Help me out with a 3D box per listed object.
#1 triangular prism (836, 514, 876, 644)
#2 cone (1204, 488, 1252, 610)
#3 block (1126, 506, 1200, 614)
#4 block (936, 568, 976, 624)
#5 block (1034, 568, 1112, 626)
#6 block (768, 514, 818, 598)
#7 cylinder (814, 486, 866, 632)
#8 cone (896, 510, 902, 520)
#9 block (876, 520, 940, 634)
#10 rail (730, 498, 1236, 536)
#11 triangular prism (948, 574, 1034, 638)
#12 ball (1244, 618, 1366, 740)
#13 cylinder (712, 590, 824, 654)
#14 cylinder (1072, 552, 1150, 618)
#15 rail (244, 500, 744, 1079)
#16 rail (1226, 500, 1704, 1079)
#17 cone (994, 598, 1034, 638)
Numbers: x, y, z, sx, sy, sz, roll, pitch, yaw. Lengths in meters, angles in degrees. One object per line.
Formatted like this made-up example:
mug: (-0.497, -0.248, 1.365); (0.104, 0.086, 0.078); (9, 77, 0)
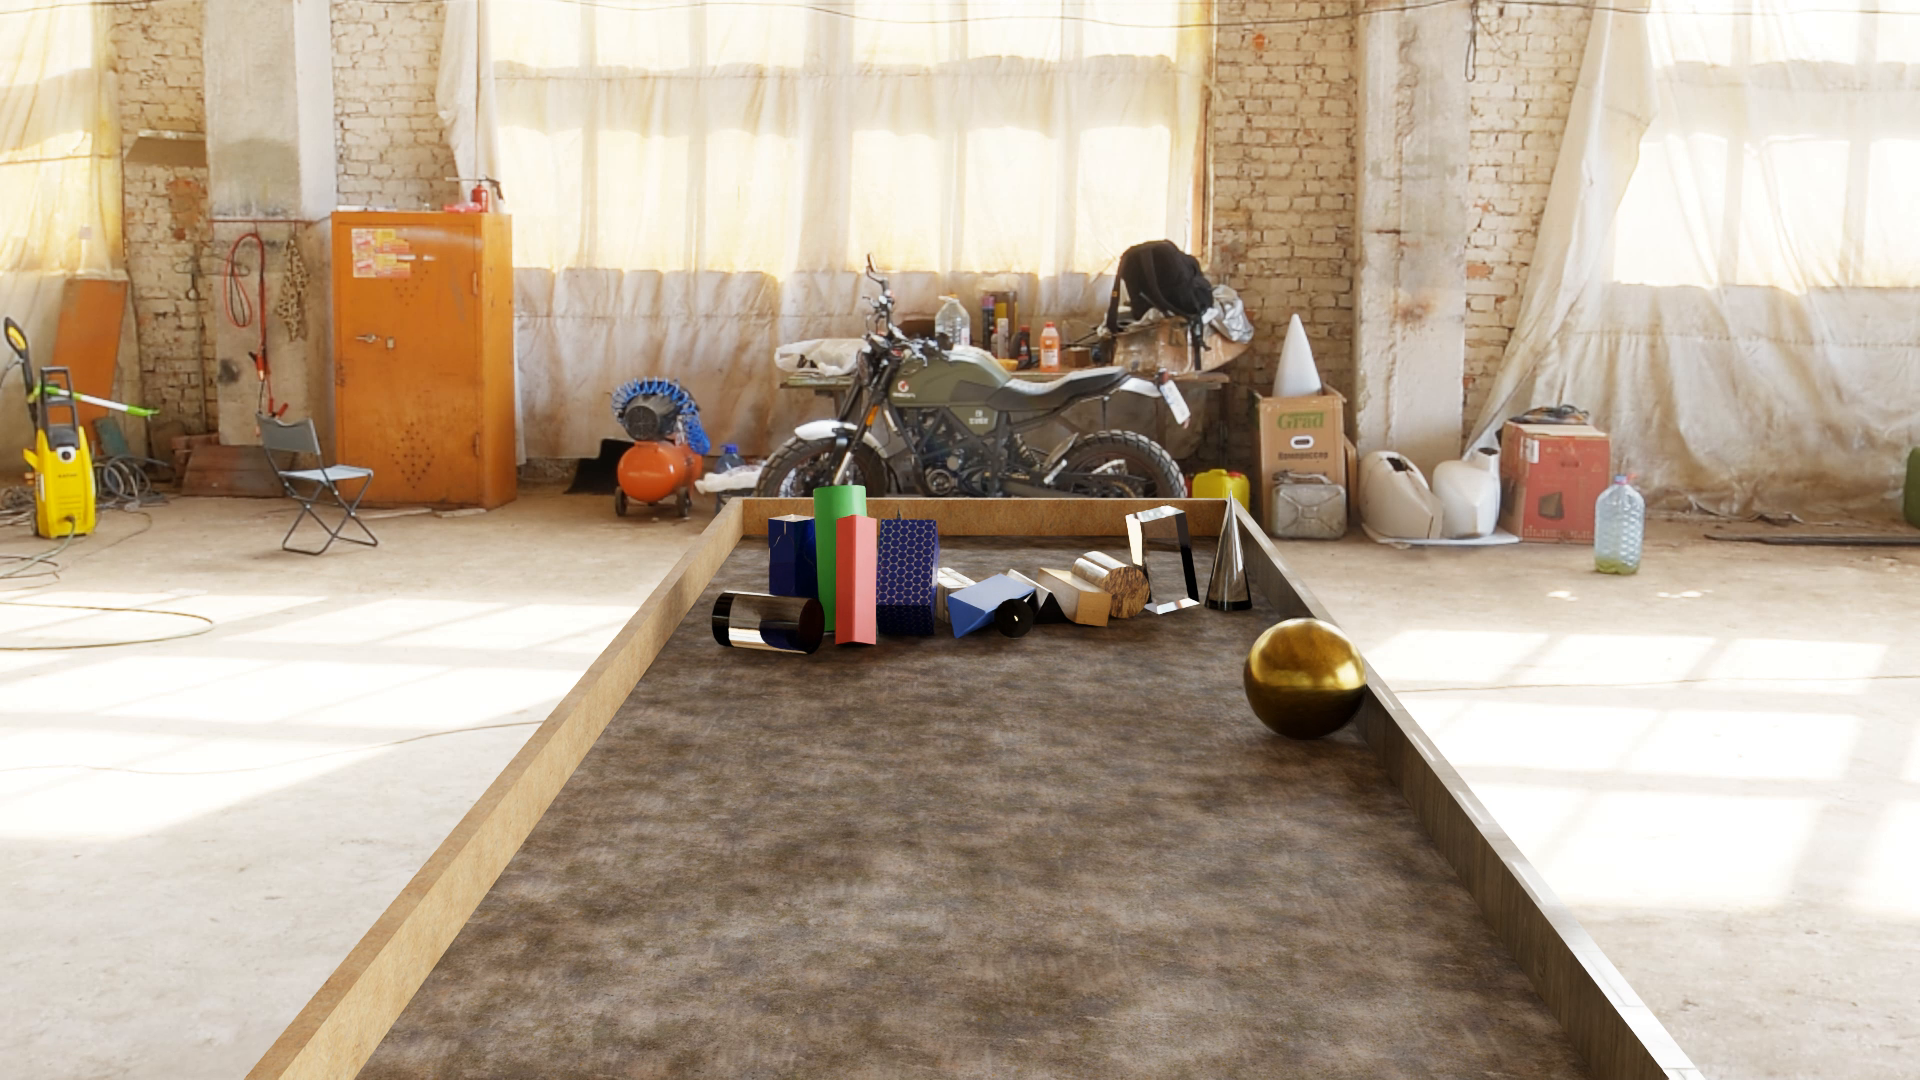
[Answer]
triangular prism: (-0.344, 0.128, 6.929); (0.107, 0.398, 0.124); (-5, -9, 30)
cone: (0.924, 0.023, 7.539); (0.166, 0.415, 0.166); (0, 9, 0)
block: (0.690, 0.066, 7.490); (0.155, 0.323, 0.155); (-14, 13, -16)
block: (-0.039, 0.186, 7.452); (0.119, 0.119, 0.377); (-3, 9, -17)
block: (0.377, 0.190, 7.410); (0.108, 0.108, 0.458); (8, 7, -17)
block: (-0.544, 0.105, 7.203); (0.115, 0.358, 0.115); (7, 12, 38)
cylinder: (-0.376, 0.063, 7.059); (0.168, 0.459, 0.168); (-3, -5, 0)
cone: (-0.188, 0.064, 7.299); (0.155, 0.384, 0.155); (-5, -22, -2)
block: (-0.169, 0.118, 7.108); (0.179, 0.327, 0.179); (1, -34, 4)
rail: (0.099, -0.098, 9.147); (2.100, 0.150, 0.050); (0, 9, 1)
triangular prism: (0.082, 0.193, 7.204); (0.139, 0.120, 0.437); (-42, -9, 23)
ball: (0.896, 0.360, 5.727); (0.316, 0.316, 0.316); (0, 9, 0)
cylinder: (-0.595, 0.255, 6.838); (0.304, 0.174, 0.174); (4, 10, 24)
cylinder: (0.508, 0.151, 7.493); (0.176, 0.176, 0.313); (-2, 9, -15)
rail: (-1.004, 0.839, 3.234); (0.050, 0.150, 12.000); (0, 9, 1)
rail: (1.046, 0.843, 3.208); (0.050, 0.150, 12.000); (0, 9, 1)
cone: (0.178, 0.249, 7.237); (0.126, 0.126, 0.407); (0, 0, 2)
